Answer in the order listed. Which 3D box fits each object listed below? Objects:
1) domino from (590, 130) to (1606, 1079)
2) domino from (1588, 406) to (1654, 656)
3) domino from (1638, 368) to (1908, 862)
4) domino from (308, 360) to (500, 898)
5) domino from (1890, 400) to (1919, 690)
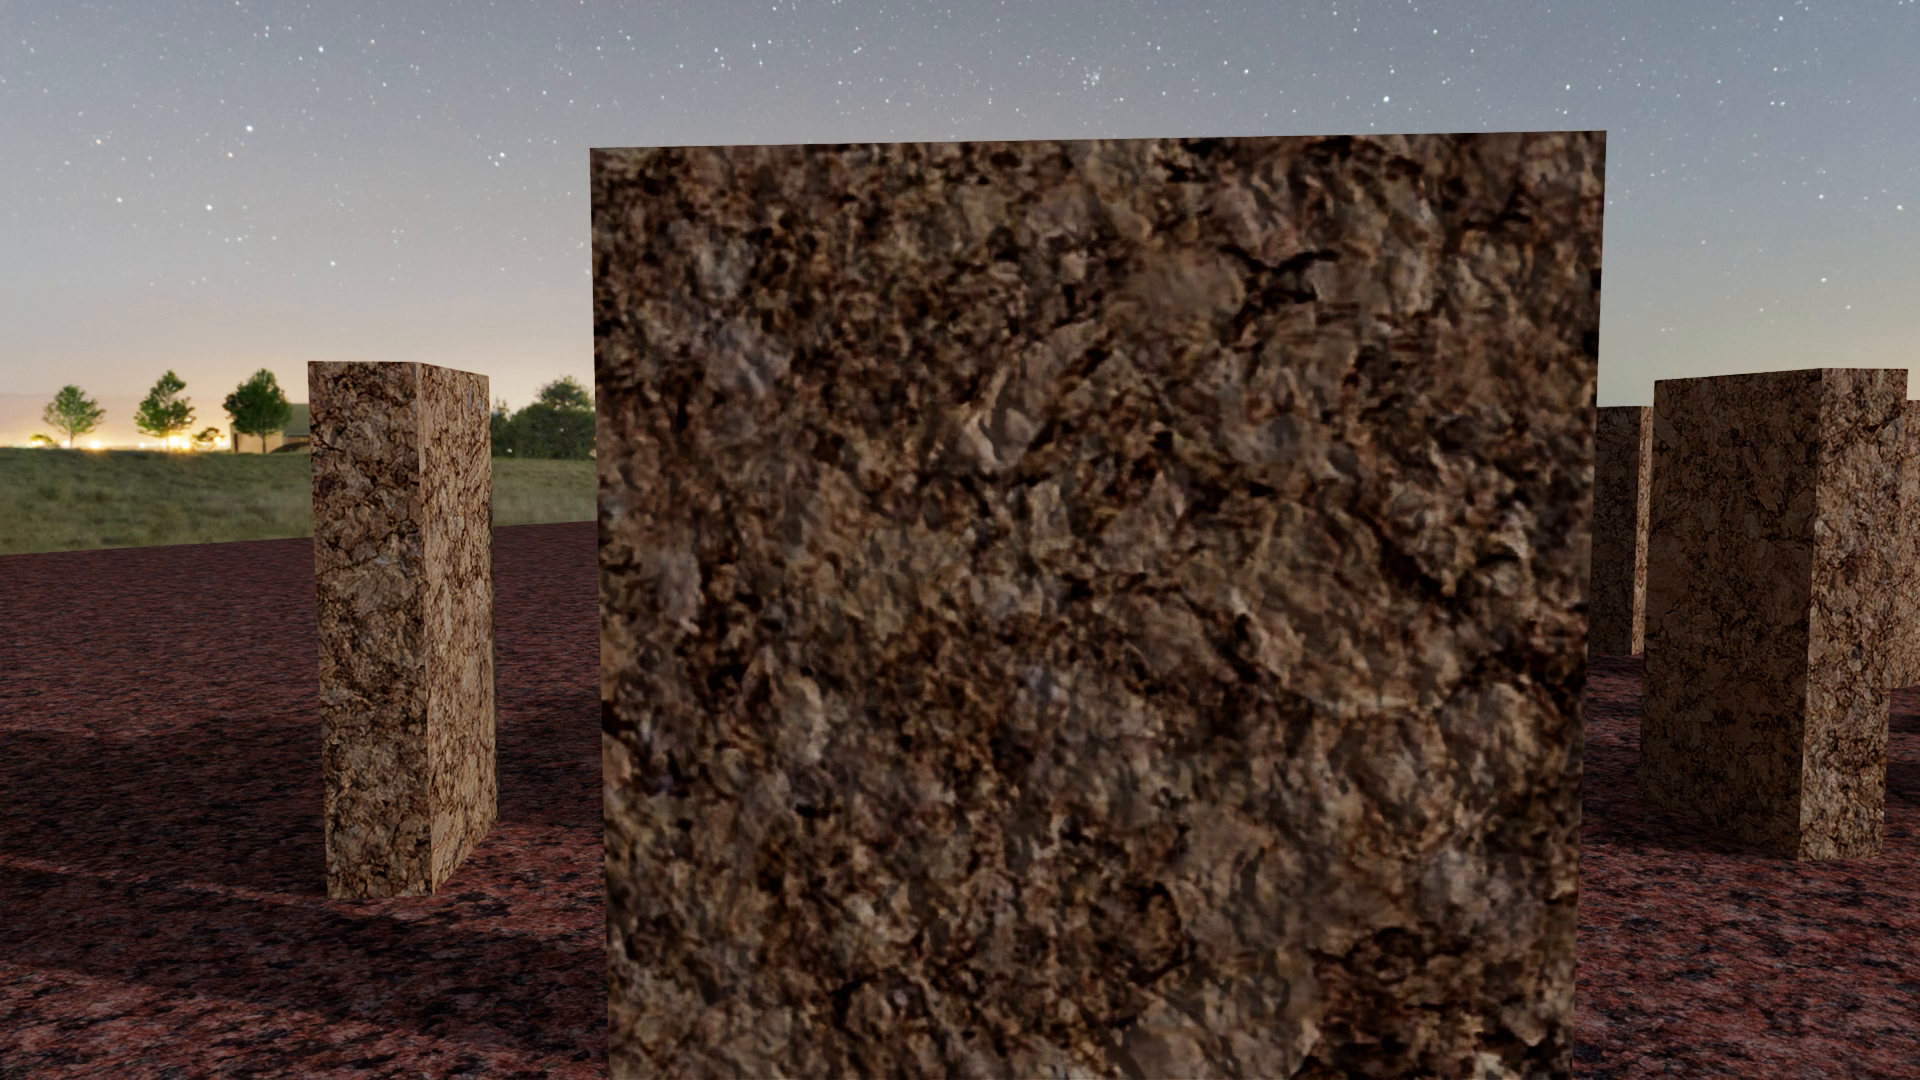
[{"bbox_3d":[0.003,0.015,0.038,0.025,0.050,0.010,0,4,4],"label":"domino"},{"bbox_3d":[0.141,-0.003,0.268,0.025,0.050,0.009,-4,6,-44],"label":"domino"},{"bbox_3d":[0.089,0.007,0.142,0.009,0.050,0.025,-1,4,-7],"label":"domino"},{"bbox_3d":[-0.056,0.008,0.131,0.010,0.050,0.025,0,4,-6],"label":"domino"},{"bbox_3d":[0.168,0.000,0.229,0.025,0.050,0.009,-2,5,-24],"label":"domino"}]
